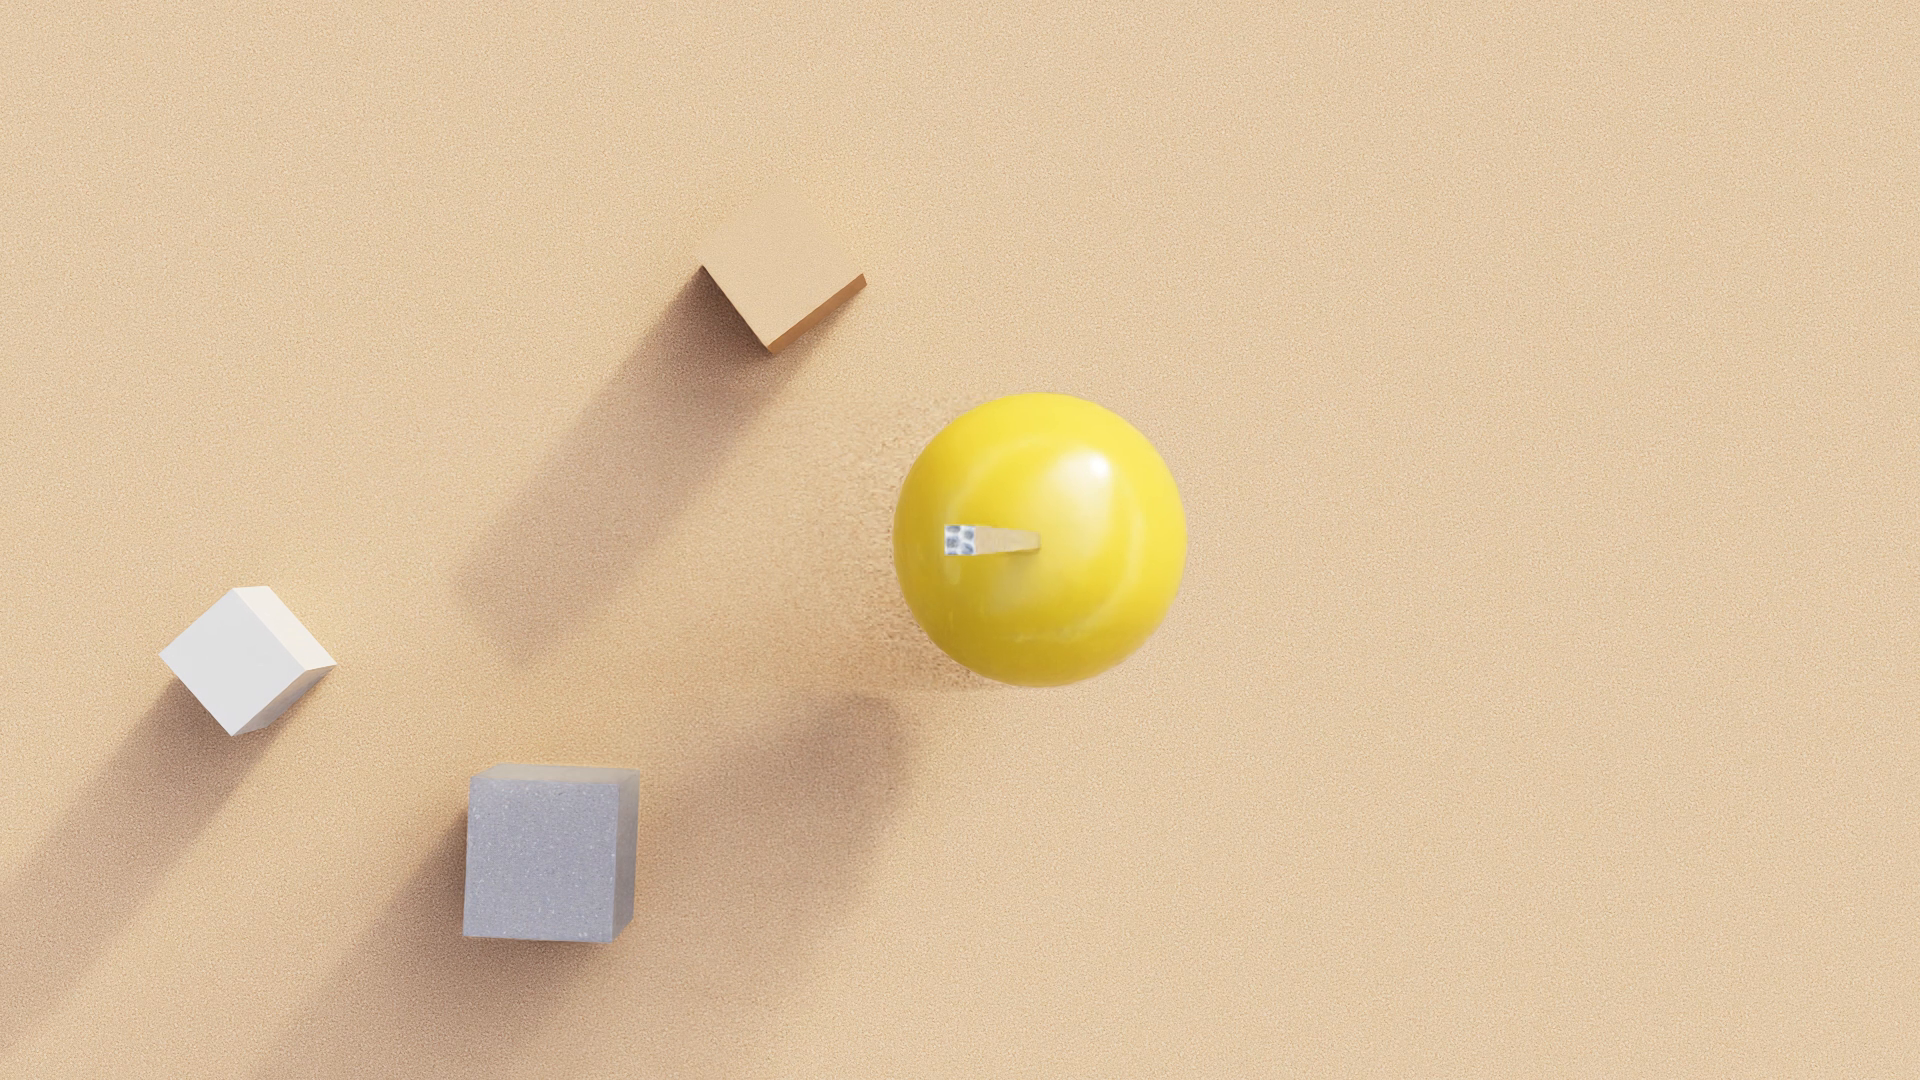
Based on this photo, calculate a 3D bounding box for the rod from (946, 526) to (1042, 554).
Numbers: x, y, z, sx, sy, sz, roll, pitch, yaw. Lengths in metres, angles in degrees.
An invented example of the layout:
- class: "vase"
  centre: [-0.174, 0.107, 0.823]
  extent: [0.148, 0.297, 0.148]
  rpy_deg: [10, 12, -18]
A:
- class: "rod"
  centre: [0.186, 0.000, 8.479]
  extent: [0.080, 5.200, 0.080]
  rpy_deg: [0, 90, 4]

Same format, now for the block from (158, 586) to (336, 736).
- class: "block"
  centre: [-4.094, 0.688, 12.683]
  extent: [0.559, 0.635, 0.619]
  rpy_deg: [-42, 90, 0]

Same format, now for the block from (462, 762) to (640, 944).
- class: "block"
  centre: [-2.323, 1.776, 12.596]
  extent: [0.827, 0.808, 0.880]
  rpy_deg: [3, 90, 0]

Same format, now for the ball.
- class: "ball"
  centre: [0.430, 0.000, 11.870]
  extent: [1.600, 1.600, 1.600]
  rpy_deg: [0, 90, 0]

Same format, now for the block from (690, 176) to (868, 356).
- class: "block"
  centre: [-1.033, -1.573, 12.697]
  extent: [0.688, 0.607, 0.696]
  rpy_deg: [-37, 90, 0]
